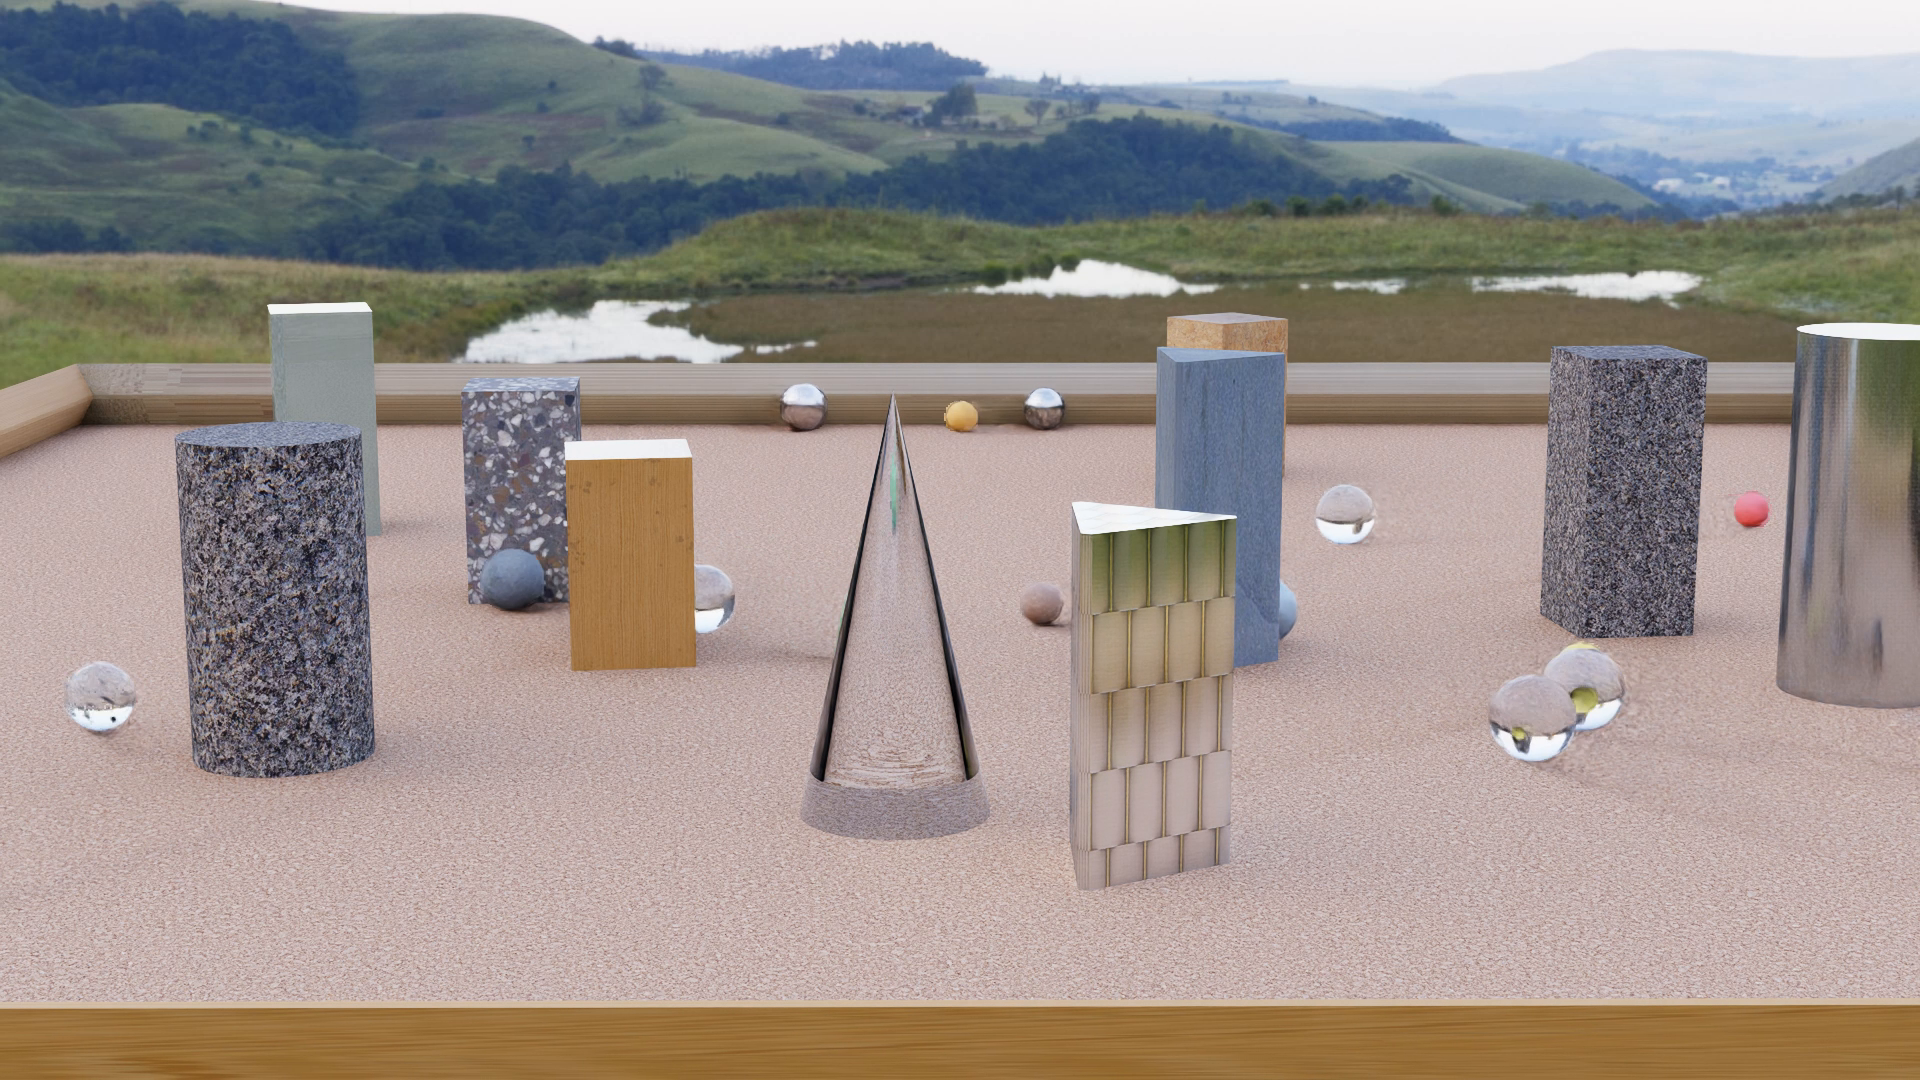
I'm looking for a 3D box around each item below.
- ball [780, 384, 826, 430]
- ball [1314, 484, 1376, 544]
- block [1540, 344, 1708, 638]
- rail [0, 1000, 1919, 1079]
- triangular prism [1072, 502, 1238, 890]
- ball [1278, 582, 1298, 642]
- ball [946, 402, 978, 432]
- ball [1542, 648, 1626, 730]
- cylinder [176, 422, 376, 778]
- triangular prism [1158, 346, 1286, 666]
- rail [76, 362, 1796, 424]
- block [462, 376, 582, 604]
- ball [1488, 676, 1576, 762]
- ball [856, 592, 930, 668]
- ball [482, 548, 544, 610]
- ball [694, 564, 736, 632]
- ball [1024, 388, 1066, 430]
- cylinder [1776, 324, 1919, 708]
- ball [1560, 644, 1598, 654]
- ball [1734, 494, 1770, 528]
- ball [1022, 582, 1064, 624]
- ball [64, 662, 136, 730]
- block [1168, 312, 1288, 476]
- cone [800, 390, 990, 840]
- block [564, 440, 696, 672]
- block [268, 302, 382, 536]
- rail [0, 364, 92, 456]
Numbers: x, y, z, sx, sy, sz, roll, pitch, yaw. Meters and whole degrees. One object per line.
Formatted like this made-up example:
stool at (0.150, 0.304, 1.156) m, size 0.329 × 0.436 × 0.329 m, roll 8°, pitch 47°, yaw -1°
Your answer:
ball at (-0.313, -0.267, 5.129) m, size 0.094 × 0.094 × 0.094 m, roll 0°, pitch 11°, yaw 0°
ball at (0.588, -0.039, 3.918) m, size 0.091 × 0.091 × 0.091 m, roll 0°, pitch 11°, yaw 0°
block at (0.859, -0.065, 3.330) m, size 0.150 × 0.358 × 0.150 m, roll -1°, pitch 11°, yaw -7°
rail at (0.010, 0.357, 1.704) m, size 3.563 × 0.122 × 0.045 m, roll 0°, pitch 11°, yaw 0°
triangular prism at (0.143, 0.134, 2.356) m, size 0.163 × 0.323 × 0.141 m, roll -6°, pitch 12°, yaw -30°
ball at (0.384, 0.089, 3.244) m, size 0.086 × 0.086 × 0.086 m, roll 0°, pitch 11°, yaw 0°
ball at (0.004, -0.245, 5.101) m, size 0.062 × 0.062 × 0.062 m, roll 0°, pitch 11°, yaw 0°
ball at (0.686, 0.164, 2.826) m, size 0.092 × 0.092 × 0.092 m, roll 0°, pitch 11°, yaw 0°
cylinder at (-0.720, 0.059, 2.703) m, size 0.188 × 0.344 × 0.188 m, roll 0°, pitch 11°, yaw 0°
triangular prism at (0.286, -0.041, 3.144) m, size 0.163 × 0.379 × 0.141 m, roll -7°, pitch 13°, yaw -33°
rail at (-0.010, -0.294, 5.195) m, size 3.563 × 0.122 × 0.045 m, roll 0°, pitch 11°, yaw 0°
block at (-0.601, -0.071, 3.543) m, size 0.150 × 0.291 × 0.150 m, roll -1°, pitch 11°, yaw -6°
ball at (0.603, 0.188, 2.702) m, size 0.091 × 0.091 × 0.091 m, roll 0°, pitch 11°, yaw 0°
ball at (-0.082, 0.109, 3.121) m, size 0.091 × 0.091 × 0.091 m, roll 0°, pitch 11°, yaw 0°
ball at (-0.600, 0.053, 3.446) m, size 0.083 × 0.083 × 0.083 m, roll 0°, pitch 11°, yaw 0°
ball at (-0.333, 0.075, 3.310) m, size 0.089 × 0.089 × 0.089 m, roll 0°, pitch 11°, yaw 0°
ball at (0.169, -0.263, 5.139) m, size 0.084 × 0.084 × 0.084 m, roll 0°, pitch 11°, yaw 0°
cylinder at (1.058, -0.032, 2.979) m, size 0.188 × 0.422 × 0.188 m, roll 0°, pitch 11°, yaw 0°
ball at (0.724, 0.150, 2.992) m, size 0.059 × 0.059 × 0.059 m, roll 0°, pitch 11°, yaw 0°
ball at (1.253, -0.047, 4.061) m, size 0.054 × 0.054 × 0.054 m, roll 0°, pitch 11°, yaw 0°
ball at (0.108, 0.083, 3.362) m, size 0.055 × 0.055 × 0.055 m, roll 0°, pitch 11°, yaw 0°
ball at (-0.947, 0.173, 2.827) m, size 0.074 × 0.074 × 0.074 m, roll 0°, pitch 11°, yaw 0°
block at (0.472, -0.254, 4.554) m, size 0.150 × 0.280 × 0.150 m, roll -7°, pitch 13°, yaw -34°
cone at (-0.064, 0.062, 2.485) m, size 0.188 × 0.418 × 0.188 m, roll 0°, pitch 11°, yaw 0°
block at (-0.408, 0.016, 3.166) m, size 0.150 × 0.259 × 0.150 m, roll -2°, pitch 11°, yaw -9°
block at (-0.994, -0.188, 4.012) m, size 0.150 × 0.349 × 0.150 m, roll -3°, pitch 11°, yaw -16°
rail at (-1.758, 0.033, 3.439) m, size 0.045 × 0.122 × 3.598 m, roll 0°, pitch 11°, yaw 0°
